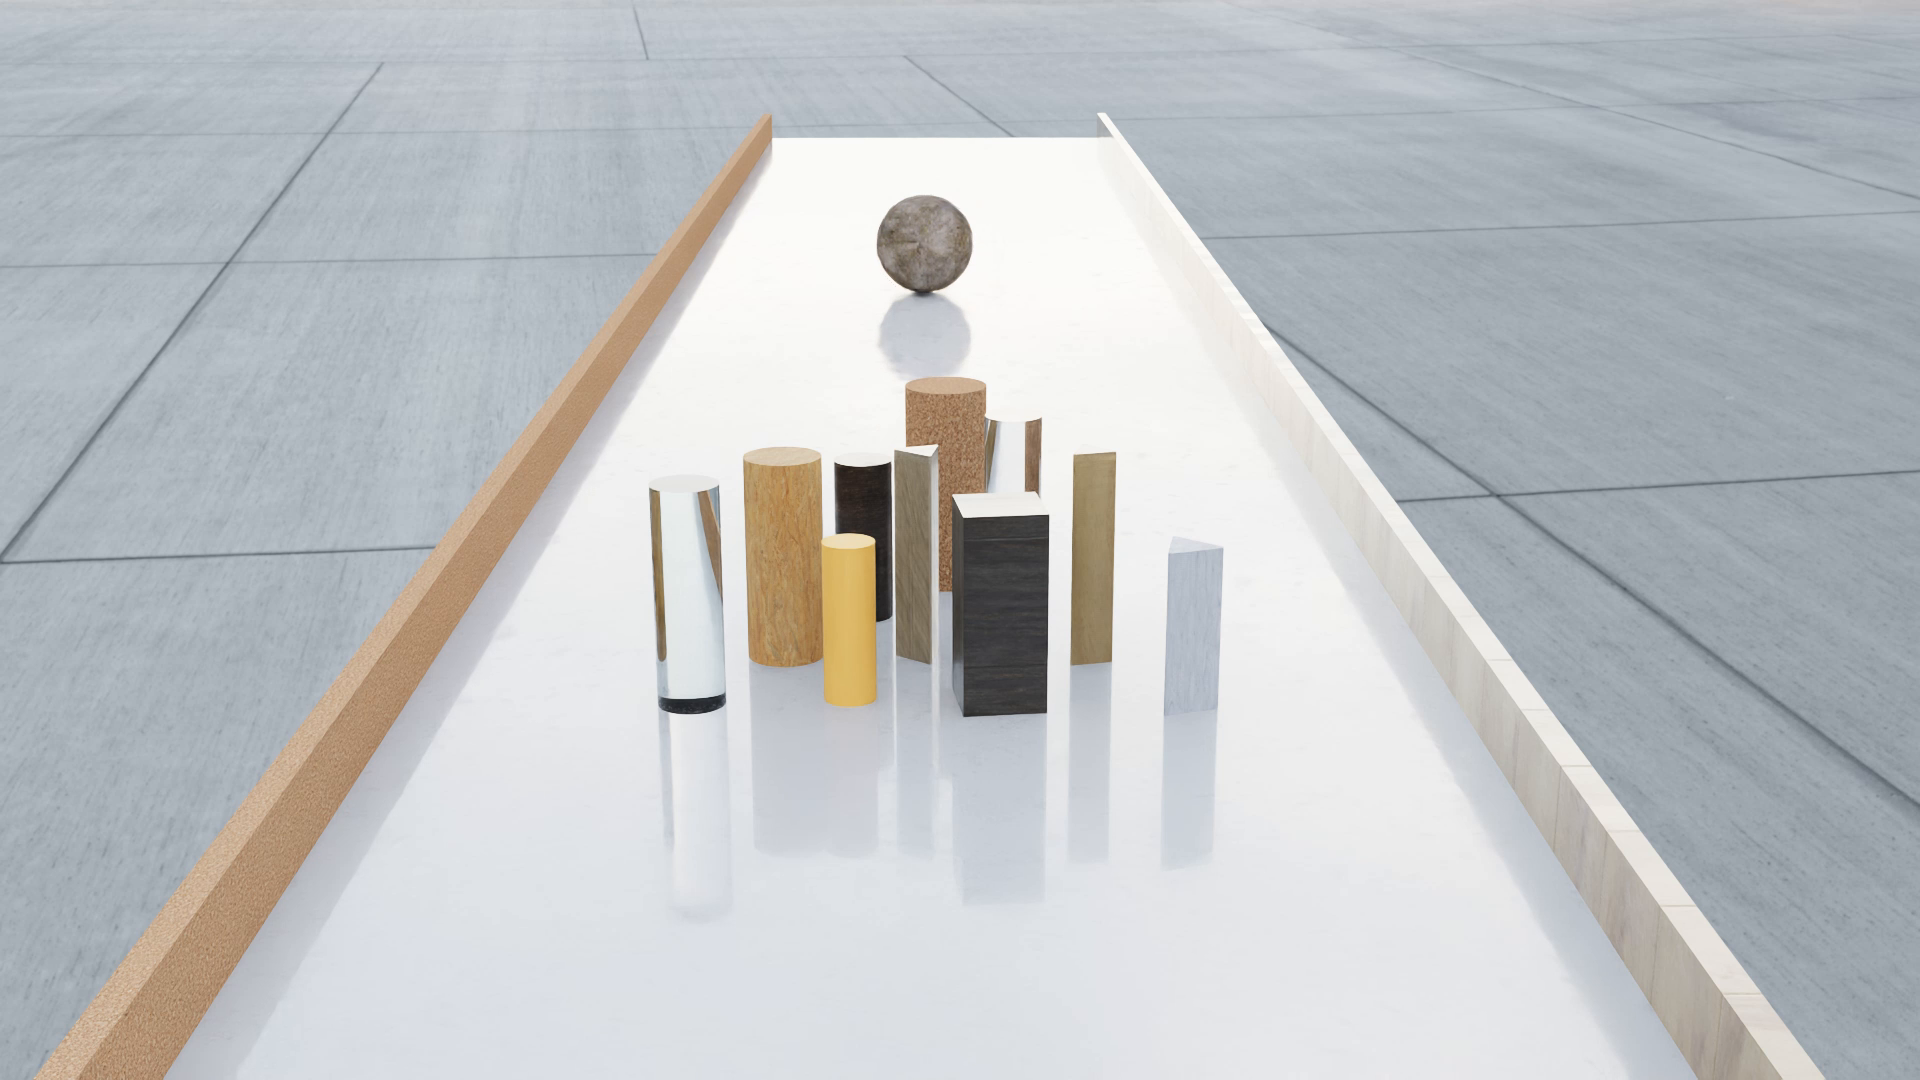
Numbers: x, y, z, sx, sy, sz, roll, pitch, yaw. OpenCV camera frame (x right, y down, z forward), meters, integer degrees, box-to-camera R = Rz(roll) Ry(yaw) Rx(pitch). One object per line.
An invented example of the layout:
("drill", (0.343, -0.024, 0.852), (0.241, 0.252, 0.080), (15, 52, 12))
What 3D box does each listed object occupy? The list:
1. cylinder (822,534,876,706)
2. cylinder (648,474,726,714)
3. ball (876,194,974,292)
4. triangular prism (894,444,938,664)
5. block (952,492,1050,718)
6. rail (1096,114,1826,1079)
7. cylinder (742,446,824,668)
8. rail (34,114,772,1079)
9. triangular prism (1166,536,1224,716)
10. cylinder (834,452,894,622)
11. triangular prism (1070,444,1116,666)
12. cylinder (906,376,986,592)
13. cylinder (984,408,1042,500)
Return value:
("cylinder", (-0.210, 0.152, 4.167), (0.101, 0.312, 0.101), (0, 17, 0))
("cylinder", (-0.510, 0.102, 4.126), (0.130, 0.431, 0.130), (0, 17, 0))
("ball", (-0.134, -1.127, 8.366), (0.371, 0.371, 0.371), (0, 17, 0))
("triangular prism", (-0.069, 0.026, 4.387), (0.091, 0.429, 0.079), (13, 21, 37))
("block", (0.075, 0.120, 4.143), (0.159, 0.388, 0.159), (-2, 17, -7))
("rail", (0.932, -0.844, 7.801), (0.050, 0.150, 12.000), (0, 17, -1))
("cylinder", (-0.350, 0.033, 4.391), (0.155, 0.414, 0.155), (0, 17, 0))
("rail", (-1.118, -0.838, 7.780), (0.050, 0.150, 12.000), (0, 17, -1))
("triangular prism", (0.419, 0.158, 4.136), (0.111, 0.318, 0.096), (-6, 18, -20))
("cylinder", (-0.204, -0.005, 4.646), (0.122, 0.342, 0.122), (0, 17, 0))
("triangular prism", (0.253, 0.028, 4.370), (0.087, 0.434, 0.075), (-4, 17, -14))
("cylinder", (-0.031, -0.125, 4.866), (0.179, 0.445, 0.179), (0, 17, 0))
("cylinder", (0.111, -0.050, 4.626), (0.119, 0.438, 0.119), (0, 17, 0))
